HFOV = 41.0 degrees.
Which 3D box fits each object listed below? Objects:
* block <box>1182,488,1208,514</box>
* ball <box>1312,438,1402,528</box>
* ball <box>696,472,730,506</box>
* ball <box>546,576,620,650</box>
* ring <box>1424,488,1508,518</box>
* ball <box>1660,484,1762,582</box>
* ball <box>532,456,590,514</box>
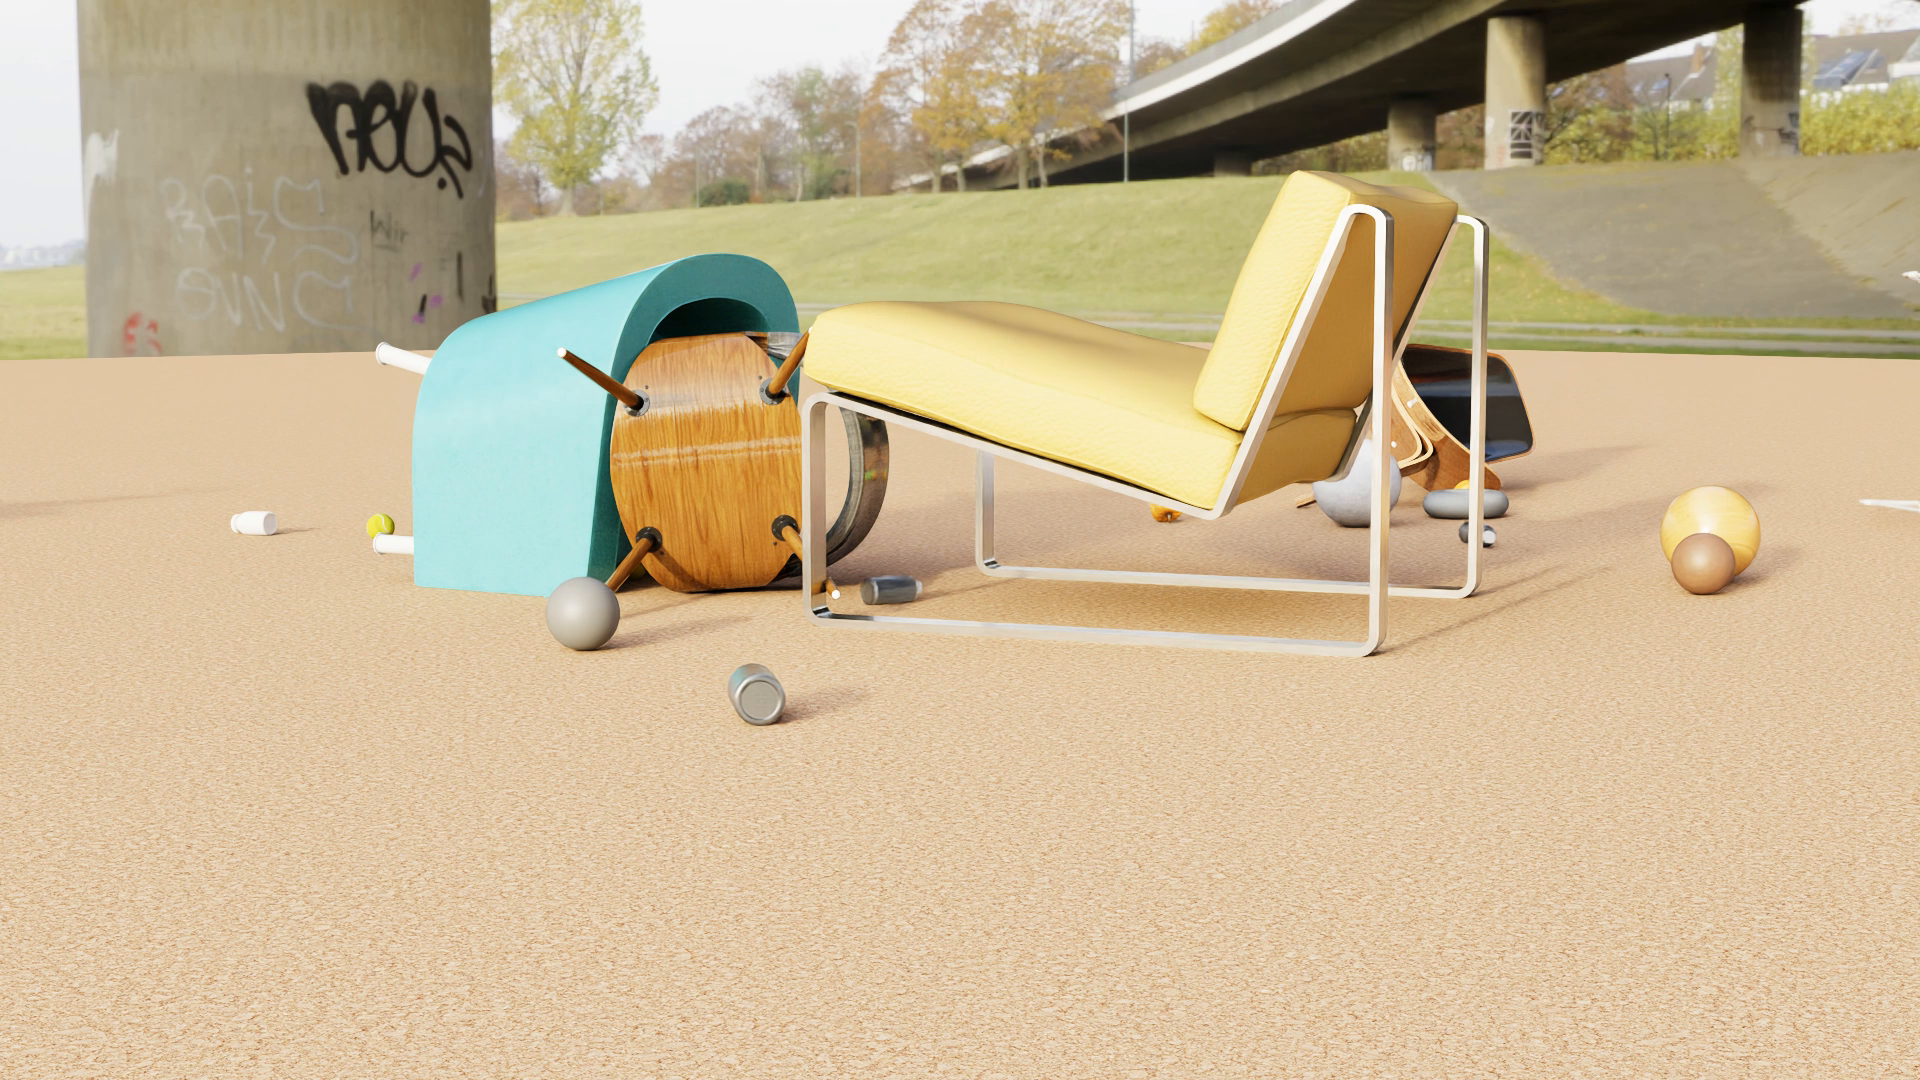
[{"bbox_3d":[0.655,-0.110,7.148,0.039,0.068,0.077,-2,6,-22],"label":"block"},{"bbox_3d":[1.043,-0.151,6.740,0.234,0.234,0.234,0,6,0],"label":"ball"},{"bbox_3d":[-0.711,-0.146,7.357,0.098,0.098,0.098,0,6,0],"label":"ball"},{"bbox_3d":[-0.664,0.130,4.516,0.131,0.131,0.131,0,6,0],"label":"ball"},{"bbox_3d":[1.386,-0.099,7.031,0.217,0.072,0.271,4,6,42],"label":"ring"},{"bbox_3d":[1.613,-0.013,5.517,0.210,0.210,0.210,0,6,0],"label":"ball"},{"bbox_3d":[-1.109,-0.153,7.125,0.158,0.158,0.158,0,6,0],"label":"ball"}]
